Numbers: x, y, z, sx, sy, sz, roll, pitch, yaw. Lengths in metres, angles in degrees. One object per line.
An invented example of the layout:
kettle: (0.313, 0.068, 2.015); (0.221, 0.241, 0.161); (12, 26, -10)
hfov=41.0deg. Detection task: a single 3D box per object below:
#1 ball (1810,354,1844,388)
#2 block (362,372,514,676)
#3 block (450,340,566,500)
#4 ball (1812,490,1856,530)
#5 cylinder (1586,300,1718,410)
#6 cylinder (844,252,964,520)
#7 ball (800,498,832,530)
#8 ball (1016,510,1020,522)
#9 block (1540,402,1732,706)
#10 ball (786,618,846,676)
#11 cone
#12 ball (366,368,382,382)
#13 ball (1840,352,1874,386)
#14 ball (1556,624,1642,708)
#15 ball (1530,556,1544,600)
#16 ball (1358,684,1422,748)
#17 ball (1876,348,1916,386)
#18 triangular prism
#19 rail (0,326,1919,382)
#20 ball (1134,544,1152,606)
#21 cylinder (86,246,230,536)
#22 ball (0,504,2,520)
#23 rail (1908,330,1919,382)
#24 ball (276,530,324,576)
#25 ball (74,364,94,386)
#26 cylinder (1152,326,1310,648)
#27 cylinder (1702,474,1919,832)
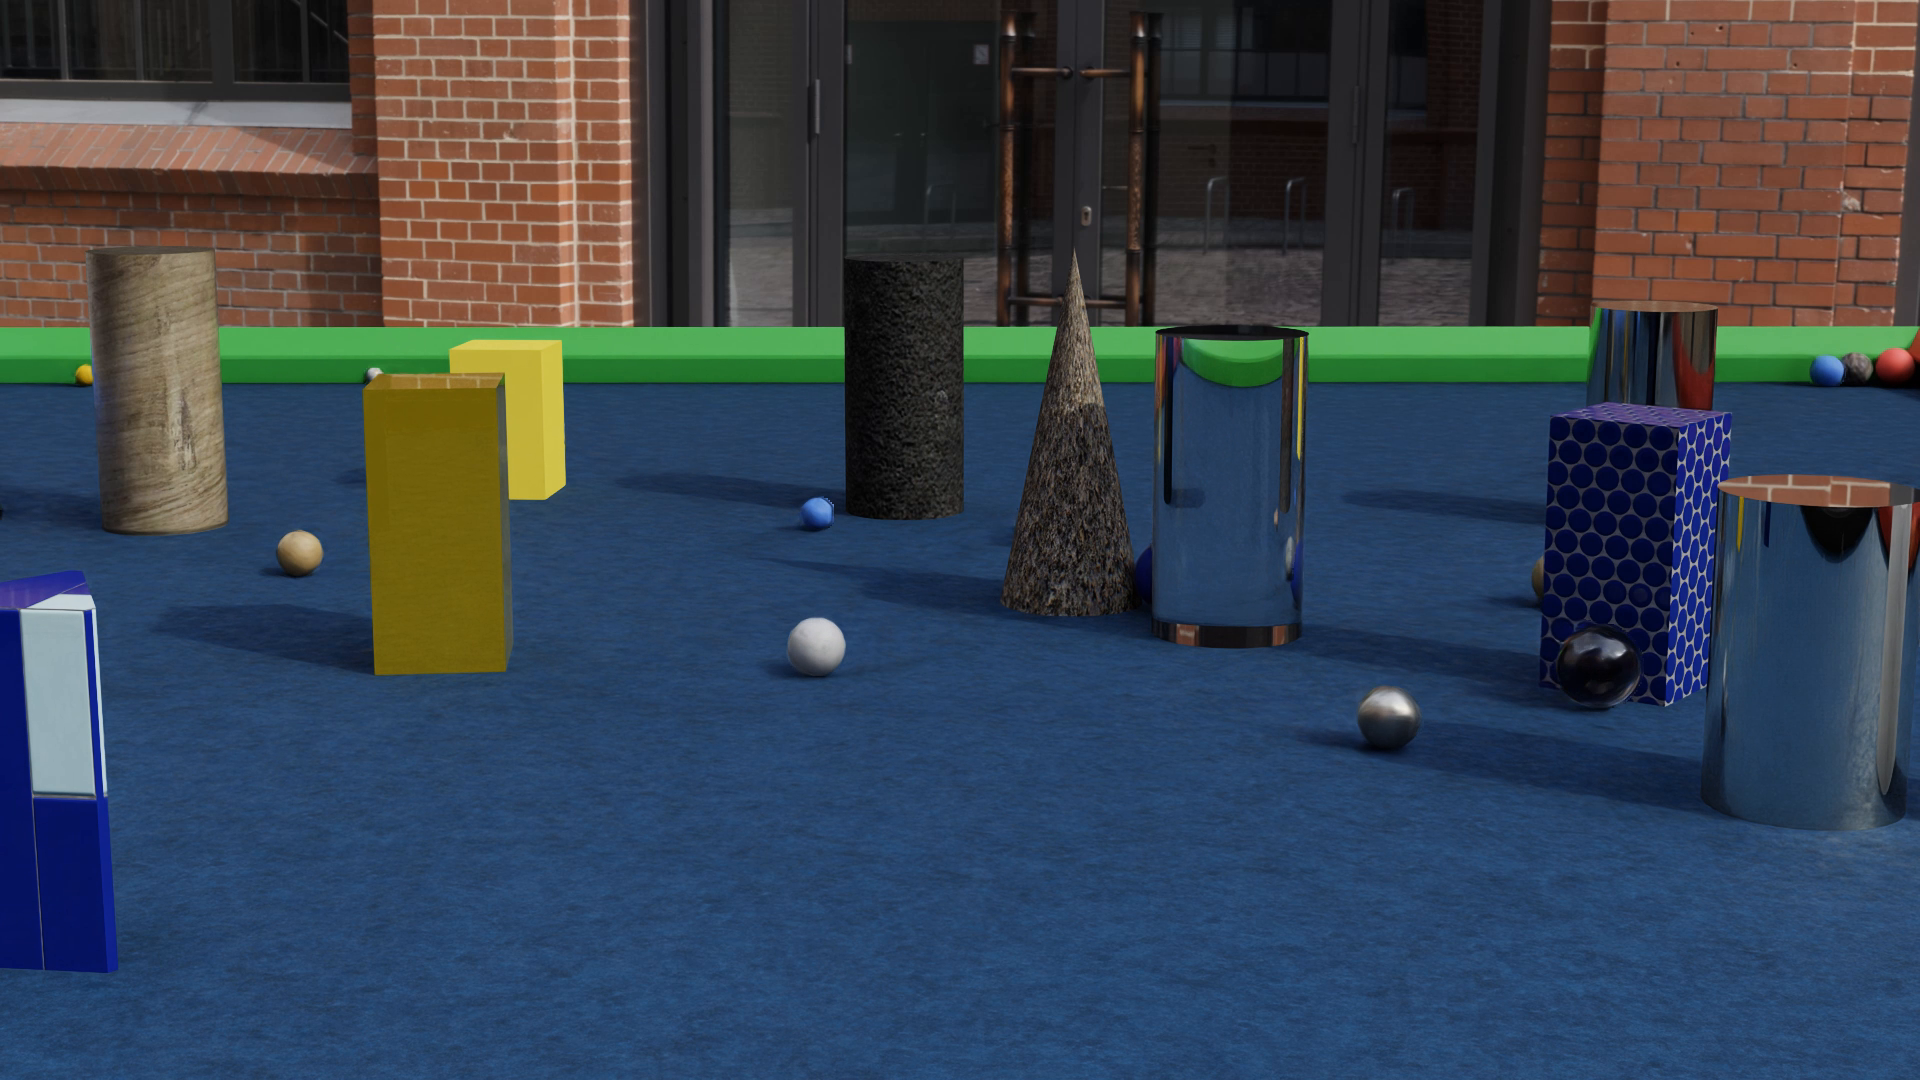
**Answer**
ball: (1.977, -0.386, 5.853); (0.074, 0.074, 0.074); (0, 11, 0)
block: (-0.638, -0.023, 3.151); (0.156, 0.347, 0.156); (-1, 11, -6)
block: (-0.775, -0.208, 4.404); (0.156, 0.254, 0.156); (1, 11, 4)
ball: (1.383, -0.048, 4.056); (0.065, 0.065, 0.065); (0, 11, 0)
cylinder: (1.095, -0.197, 4.079); (0.195, 0.350, 0.195); (0, 11, 0)
cylinder: (-0.091, -0.255, 4.209); (0.195, 0.417, 0.195); (0, 11, 0)
ball: (-0.227, -0.041, 4.061); (0.051, 0.051, 0.051); (0, 11, 0)
ball: (0.120, -0.030, 3.957); (0.068, 0.068, 0.068); (0, 11, 0)
block: (0.796, 0.012, 3.025); (0.156, 0.324, 0.156); (8, 13, 37)
ball: (-0.173, 0.128, 3.093); (0.071, 0.071, 0.071); (0, 11, 0)
cone: (0.153, -0.155, 3.479); (0.195, 0.486, 0.195); (0, 11, 0)
ball: (-1.346, -0.377, 5.896); (0.041, 0.041, 0.041); (0, 11, 0)
ball: (2.050, -0.392, 5.877); (0.078, 0.078, 0.078); (0, 11, 0)
ball: (0.731, 0.145, 2.938); (0.096, 0.096, 0.096); (0, 11, 0)
ball: (0.815, 0.052, 3.487); (0.076, 0.076, 0.076); (0, 11, 0)
ball: (0.463, 0.190, 2.764); (0.069, 0.069, 0.069); (0, 11, 0)
ball: (2.139, -0.394, 5.866); (0.087, 0.087, 0.087); (0, 11, 0)
triangular prism: (-0.762, 0.187, 2.141); (0.169, 0.302, 0.146); (1, 11, 7)
rail: (-0.014, -0.425, 5.915); (4.478, 0.127, 0.045); (0, 11, 0)
ball: (0.282, 0.047, 3.456); (0.098, 0.098, 0.098); (0, 11, 0)
cylinder: (-1.271, -0.240, 4.068); (0.195, 0.438, 0.195); (0, 11, 0)
ball: (-1.550, -0.045, 4.083); (0.050, 0.050, 0.050); (0, 11, 0)
rail: (2.215, 0.030, 3.462); (0.045, 0.127, 5.064); (0, 11, 0)
ball: (-0.952, 0.019, 3.698); (0.066, 0.066, 0.066); (0, 11, 0)
ball: (-2.001, -0.377, 5.874); (0.050, 0.050, 0.050); (0, 11, 0)
cylinder: (0.346, -0.072, 3.299); (0.195, 0.390, 0.195); (0, 11, 0)
cylinder: (0.841, 0.107, 2.535); (0.195, 0.316, 0.195); (0, 11, 0)
